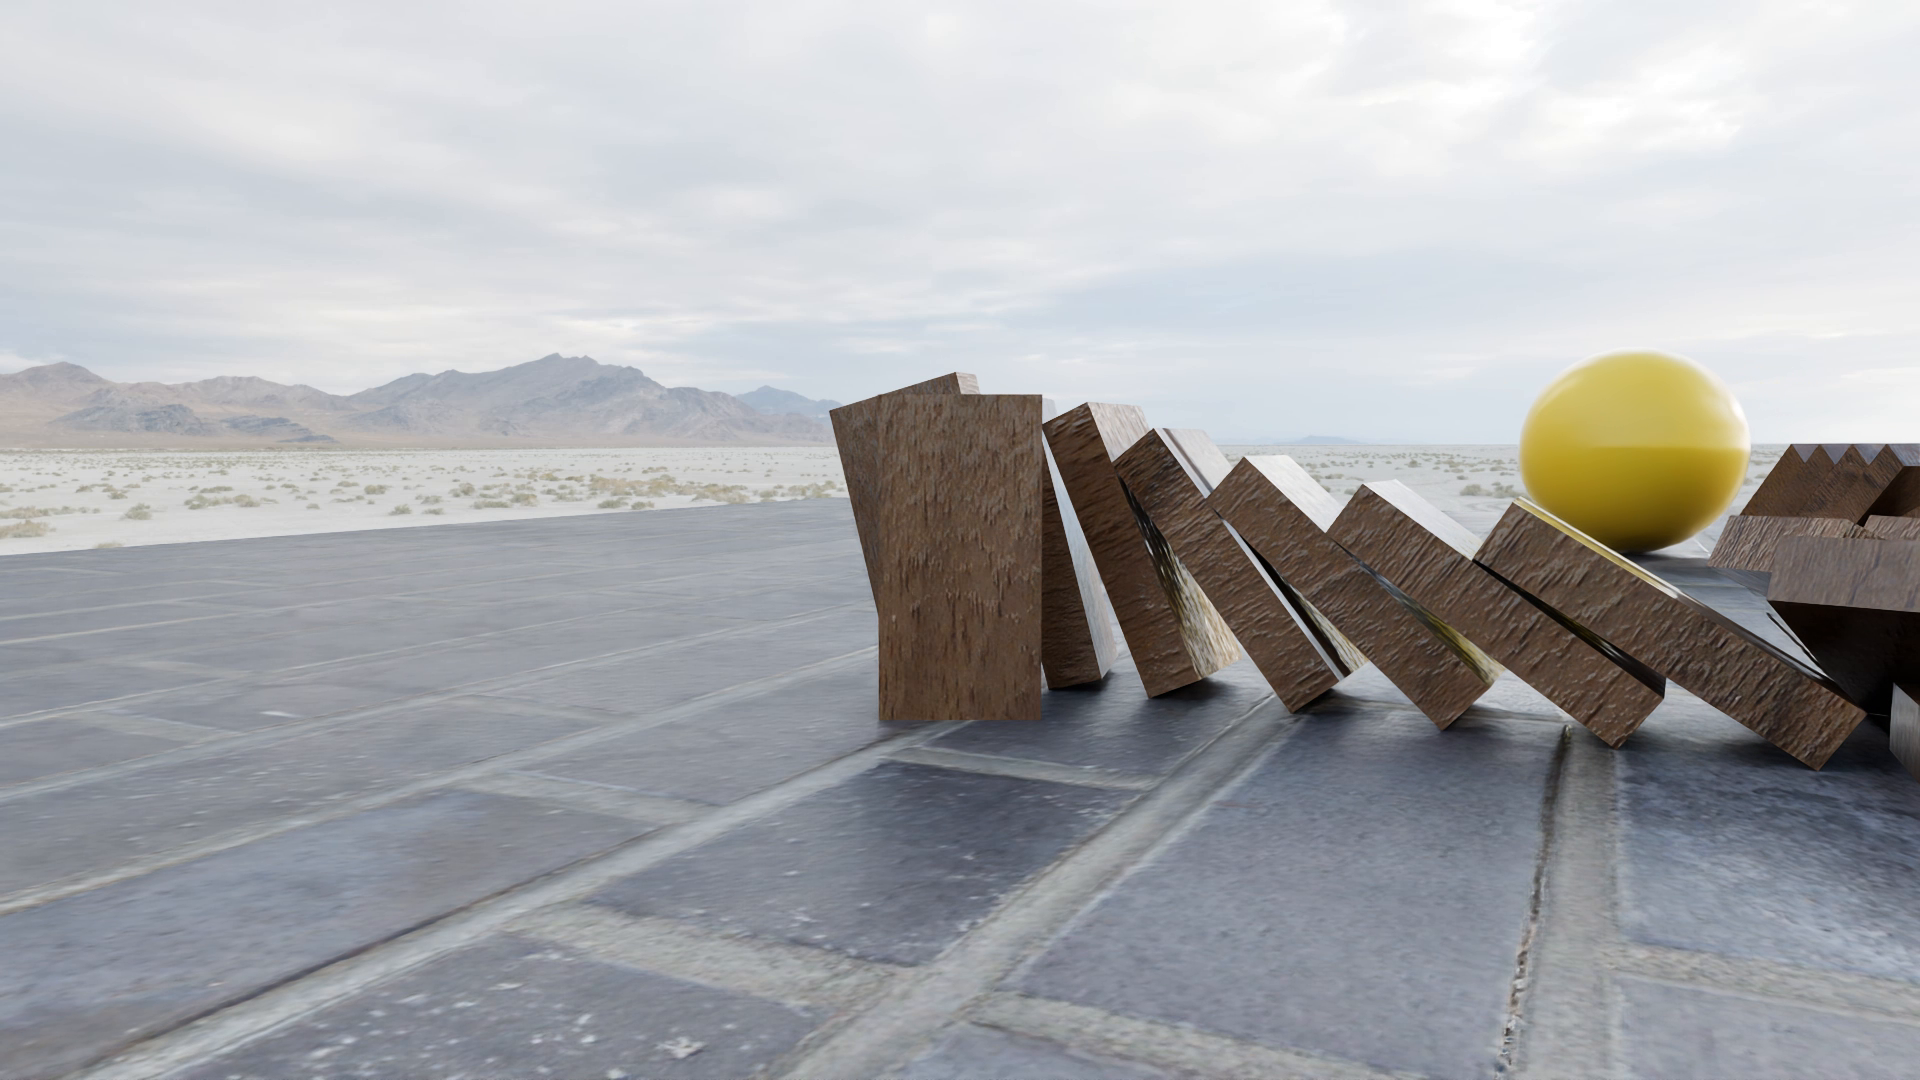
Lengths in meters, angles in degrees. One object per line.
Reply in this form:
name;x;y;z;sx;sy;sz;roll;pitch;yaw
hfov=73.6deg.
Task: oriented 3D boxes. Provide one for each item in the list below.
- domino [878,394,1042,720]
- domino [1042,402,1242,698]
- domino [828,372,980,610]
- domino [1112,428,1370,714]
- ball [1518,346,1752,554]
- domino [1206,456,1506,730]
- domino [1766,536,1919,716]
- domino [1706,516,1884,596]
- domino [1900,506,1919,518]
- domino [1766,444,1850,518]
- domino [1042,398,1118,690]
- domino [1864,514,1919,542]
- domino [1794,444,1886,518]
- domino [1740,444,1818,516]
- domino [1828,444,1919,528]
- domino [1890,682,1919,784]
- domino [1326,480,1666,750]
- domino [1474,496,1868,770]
domino;0.000;0.002;0.201;0.025;0.050;0.010;0;4;0
domino;0.033;0.001;0.226;0.009;0.050;0.025;-25;-8;28
domino;-0.004;-0.002;0.226;0.025;0.050;0.009;-14;-1;22
domino;0.048;0.004;0.217;0.009;0.050;0.025;-41;-16;26
ball;0.260;-0.035;0.498;0.080;0.080;0.080;0;4;0
domino;0.064;0.007;0.207;0.050;0.009;0.025;47;24;18
domino;0.135;0.014;0.180;0.050;0.009;0.025;29;-16;-38
domino;0.151;0.011;0.205;0.050;0.009;0.025;26;0;-6
domino;0.286;-0.001;0.375;0.025;0.009;0.050;0;-23;-4
domino;0.282;-0.010;0.419;0.025;0.050;0.009;0;48;-4
domino;0.017;0.000;0.232;0.010;0.050;0.025;-14;1;14
domino;0.174;0.012;0.206;0.050;0.009;0.025;26;2;-6
domino;0.283;-0.009;0.406;0.025;0.050;0.010;0;48;-4
domino;0.281;-0.011;0.432;0.025;0.050;0.009;0;48;-4
domino;0.284;-0.008;0.393;0.025;0.050;0.010;0;48;-4
domino;0.129;0.027;0.151;0.025;0.009;0.050;2;5;27
domino;0.082;0.010;0.197;0.050;0.009;0.025;40;22;21
domino;0.100;0.012;0.185;0.050;0.010;0.025;36;18;19
